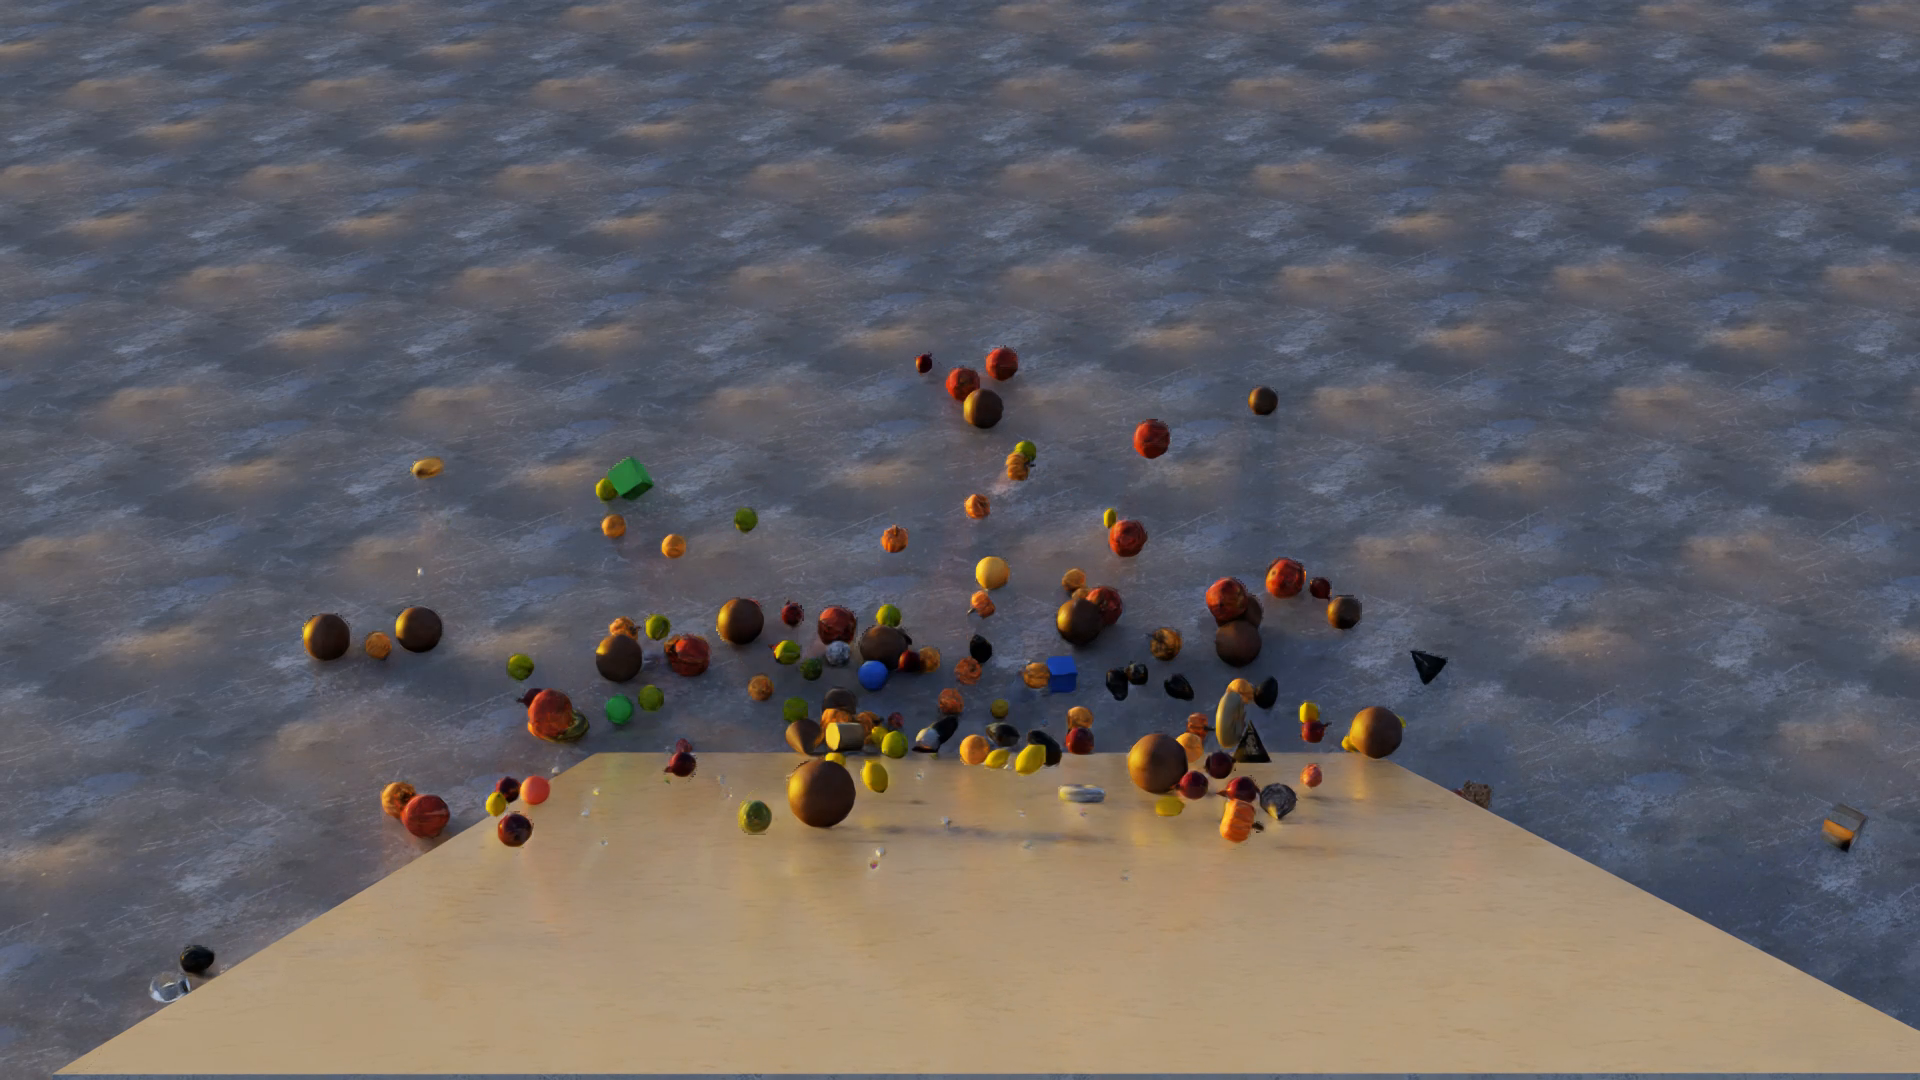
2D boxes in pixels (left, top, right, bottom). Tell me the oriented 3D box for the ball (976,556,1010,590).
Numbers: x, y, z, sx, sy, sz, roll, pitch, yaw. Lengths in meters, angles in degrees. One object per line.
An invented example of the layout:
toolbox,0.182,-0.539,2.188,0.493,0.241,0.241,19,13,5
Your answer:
ball,0.094,0.095,7.514,0.098,0.098,0.098,0,30,0

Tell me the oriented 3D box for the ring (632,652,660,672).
ring,-0.869,0.336,7.168,0.081,0.027,0.081,-1,29,0

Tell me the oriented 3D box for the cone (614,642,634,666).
cone,-0.942,0.326,7.183,0.062,0.062,0.062,9,58,15

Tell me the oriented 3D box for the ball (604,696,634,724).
ball,-0.910,0.453,6.913,0.077,0.077,0.077,0,30,0

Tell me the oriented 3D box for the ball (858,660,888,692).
ball,-0.236,0.369,7.050,0.085,0.085,0.085,0,30,0

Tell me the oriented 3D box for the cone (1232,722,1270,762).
cone,0.721,0.497,6.407,0.098,0.098,0.098,0,0,0

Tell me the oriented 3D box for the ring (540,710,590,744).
ring,-1.049,0.495,6.876,0.128,0.043,0.128,1,31,-1

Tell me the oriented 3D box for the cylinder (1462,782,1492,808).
cylinder,1.265,0.626,6.342,0.059,0.059,0.059,11,32,24

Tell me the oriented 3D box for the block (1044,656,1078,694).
block,0.276,0.367,7.057,0.069,0.069,0.069,-5,41,-11

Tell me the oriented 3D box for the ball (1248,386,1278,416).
ball,0.993,-0.455,8.474,0.095,0.095,0.095,0,30,0

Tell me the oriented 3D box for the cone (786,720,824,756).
cone,-0.396,0.525,6.604,0.098,0.098,0.098,-2,27,-4

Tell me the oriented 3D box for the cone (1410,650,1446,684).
cone,1.264,0.331,7.071,0.093,0.093,0.093,41,37,0

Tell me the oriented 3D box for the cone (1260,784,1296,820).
cone,0.624,0.530,5.079,0.075,0.075,0.075,3,27,5

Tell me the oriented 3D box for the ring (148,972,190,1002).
ring,-1.820,1.029,5.959,0.093,0.031,0.093,-1,30,1

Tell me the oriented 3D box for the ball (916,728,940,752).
ball,-0.082,0.515,6.683,0.062,0.062,0.062,0,30,0

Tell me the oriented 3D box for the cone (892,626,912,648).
cone,-0.164,0.263,7.246,0.054,0.054,0.054,-4,58,-7

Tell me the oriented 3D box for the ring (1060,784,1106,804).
ring,0.256,0.531,5.412,0.098,0.033,0.098,-1,1,0

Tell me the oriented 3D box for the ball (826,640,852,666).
ball,-0.337,0.313,7.161,0.072,0.072,0.072,0,30,0

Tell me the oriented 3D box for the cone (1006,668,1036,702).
cone,0.166,0.383,7.017,0.085,0.085,0.085,-1,23,0

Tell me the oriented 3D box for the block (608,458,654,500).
block,-1.010,-0.185,7.941,0.087,0.087,0.087,-34,73,12

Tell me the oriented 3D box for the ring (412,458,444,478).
ring,-1.642,-0.221,7.986,0.096,0.096,0.032,-11,71,-18

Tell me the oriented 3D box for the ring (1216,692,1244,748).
ring,0.674,0.449,6.443,0.048,0.143,0.143,4,29,20

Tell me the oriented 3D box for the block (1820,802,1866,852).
block,2.189,0.711,6.412,0.074,0.074,0.074,30,50,30

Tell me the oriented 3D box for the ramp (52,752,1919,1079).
ramp,0.067,0.597,4.654,2.000,0.100,4.000,0,0,0

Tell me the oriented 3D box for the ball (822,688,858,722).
ball,-0.321,0.442,6.911,0.097,0.097,0.097,0,30,0

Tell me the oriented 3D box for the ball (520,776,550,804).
ball,-0.878,0.517,5.346,0.060,0.060,0.060,0,30,0

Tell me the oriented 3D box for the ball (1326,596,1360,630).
ball,1.086,0.206,7.324,0.096,0.096,0.096,0,30,0
